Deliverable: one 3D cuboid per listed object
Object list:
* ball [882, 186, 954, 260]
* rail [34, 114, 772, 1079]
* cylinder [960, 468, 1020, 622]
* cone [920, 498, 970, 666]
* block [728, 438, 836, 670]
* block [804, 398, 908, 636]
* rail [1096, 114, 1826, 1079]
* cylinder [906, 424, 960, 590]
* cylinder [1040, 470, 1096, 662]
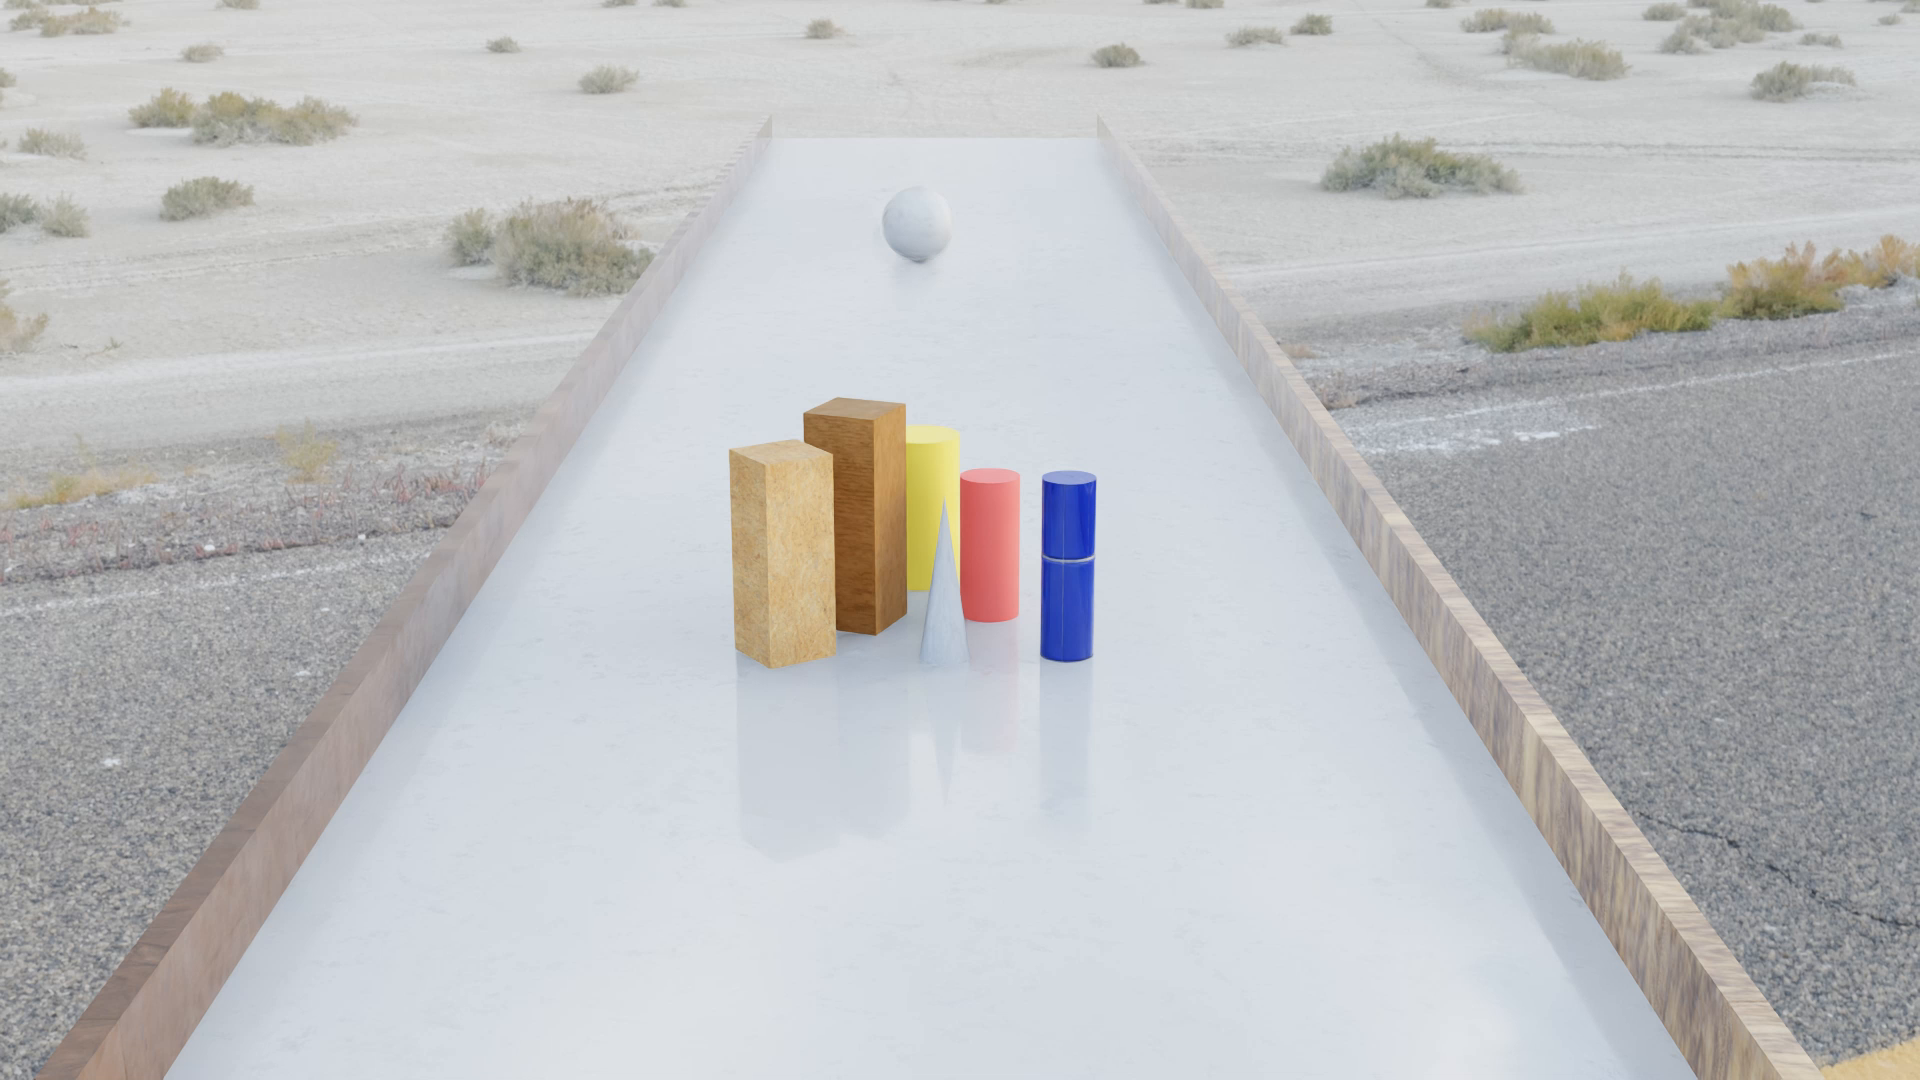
[{"bbox_3d":[-0.174,-1.313,9.107,0.305,0.305,0.305,0,17,0],"label":"ball"},{"bbox_3d":[-1.118,-0.838,7.780,0.050,0.150,12.000,0,17,-1],"label":"rail"},{"bbox_3d":[0.063,0.010,4.658,0.127,0.304,0.127,0,17,0],"label":"cylinder"},{"bbox_3d":[-0.031,0.074,4.383,0.103,0.339,0.103,0,17,0],"label":"cone"},{"bbox_3d":[-0.354,0.026,4.404,0.151,0.419,0.151,-11,20,-32],"label":"block"},{"bbox_3d":[-0.216,-0.051,4.594,0.159,0.459,0.159,7,18,22],"label":"block"},{"bbox_3d":[0.932,-0.844,7.801,0.050,0.150,12.000,0,17,-1],"label":"rail"},{"bbox_3d":[-0.086,-0.073,4.884,0.171,0.335,0.171,0,17,0],"label":"cylinder"},{"bbox_3d":[0.216,0.053,4.399,0.109,0.370,0.109,0,17,0],"label":"cylinder"}]
